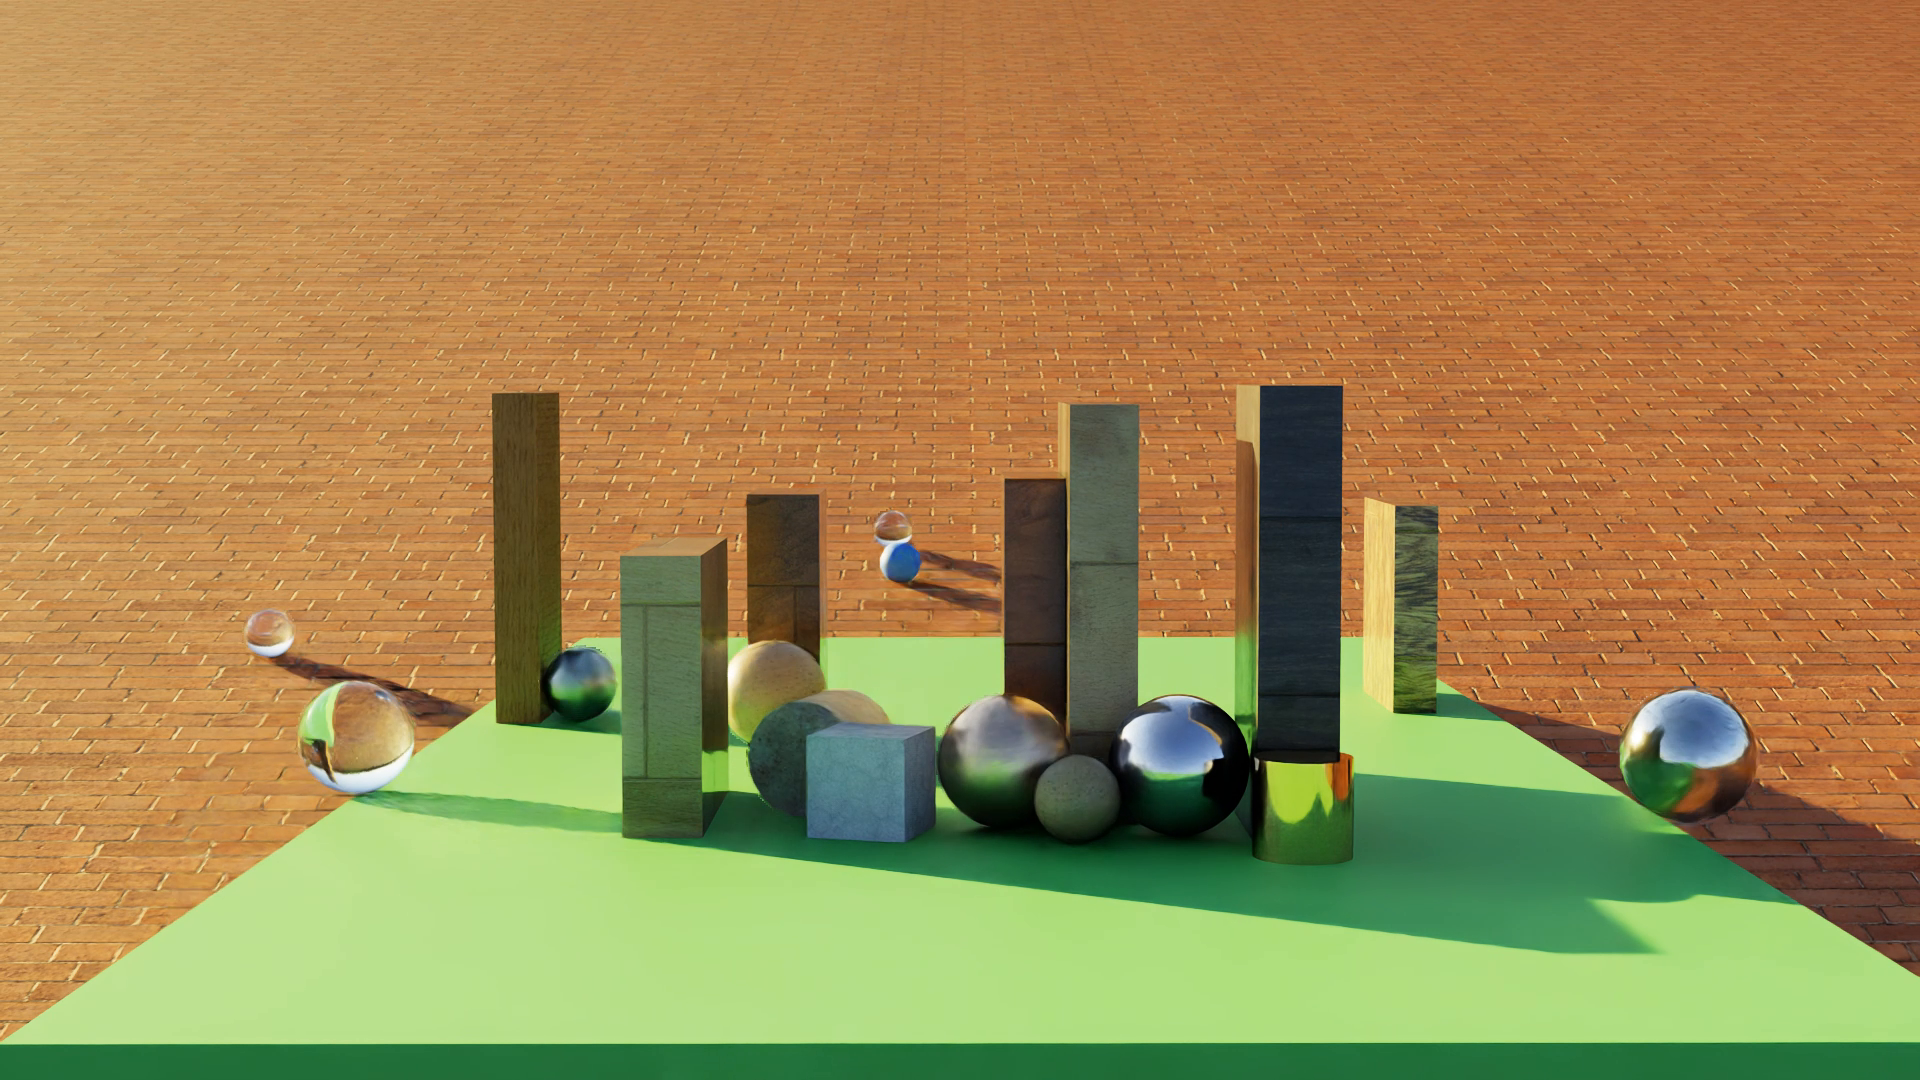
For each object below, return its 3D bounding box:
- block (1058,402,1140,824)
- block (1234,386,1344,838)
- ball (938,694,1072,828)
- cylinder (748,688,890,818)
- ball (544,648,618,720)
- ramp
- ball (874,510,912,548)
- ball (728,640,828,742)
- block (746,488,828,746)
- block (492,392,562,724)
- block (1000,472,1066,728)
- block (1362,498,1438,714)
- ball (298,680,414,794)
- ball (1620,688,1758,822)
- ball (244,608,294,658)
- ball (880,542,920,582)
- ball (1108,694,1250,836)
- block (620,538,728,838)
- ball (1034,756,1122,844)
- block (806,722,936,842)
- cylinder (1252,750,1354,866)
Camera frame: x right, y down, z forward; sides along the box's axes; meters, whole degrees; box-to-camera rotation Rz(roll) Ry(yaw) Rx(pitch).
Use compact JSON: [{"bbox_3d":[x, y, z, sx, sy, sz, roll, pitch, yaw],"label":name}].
[{"bbox_3d":[0.210,0.098,3.970,0.101,0.617,0.420,0,4,0],"label":"block"},{"bbox_3d":[0.473,0.099,3.727,0.115,0.645,0.297,0,4,0],"label":"block"},{"bbox_3d":[0.065,0.323,3.746,0.195,0.195,0.195,0,20,0],"label":"ball"},{"bbox_3d":[-0.209,0.323,3.915,0.175,0.175,0.175,6,5,17],"label":"cylinder"},{"bbox_3d":[-0.731,0.277,4.946,0.140,0.140,0.140,0,20,0],"label":"ball"},{"bbox_3d":[0.047,0.422,4.534,2.000,0.100,4.000,0,4,0],"label":"ramp"},{"bbox_3d":[-0.193,-0.028,7.403,0.113,0.113,0.113,0,20,0],"label":"ball"},{"bbox_3d":[-0.319,0.263,4.387,0.185,0.185,0.185,0,20,0],"label":"ball"},{"bbox_3d":[-0.315,0.136,4.709,0.129,0.451,0.266,0,4,0],"label":"block"},{"bbox_3d":[-0.843,0.027,5.016,0.084,0.629,0.280,0,4,0],"label":"block"},{"bbox_3d":[0.113,0.150,4.034,0.092,0.505,0.290,0,4,0],"label":"block"},{"bbox_3d":[0.892,0.125,5.210,0.085,0.408,0.371,0,4,0],"label":"block"},{"bbox_3d":[-0.954,0.312,4.060,0.181,0.181,0.181,0,20,0],"label":"ball"},{"bbox_3d":[1.101,0.326,3.883,0.202,0.202,0.202,0,20,0],"label":"ball"},{"bbox_3d":[-1.785,0.242,6.639,0.127,0.127,0.127,0,20,0],"label":"ball"},{"bbox_3d":[-0.166,0.062,7.150,0.115,0.115,0.115,0,20,0],"label":"ball"},{"bbox_3d":[0.314,0.323,3.686,0.204,0.204,0.204,0,20,0],"label":"ball"},{"bbox_3d":[-0.426,0.211,3.871,0.114,0.404,0.429,0,4,0],"label":"block"},{"bbox_3d":[0.167,0.366,3.627,0.124,0.124,0.124,0,20,0],"label":"ball"},{"bbox_3d":[-0.127,0.349,3.720,0.147,0.147,0.147,1,4,17],"label":"block"},{"bbox_3d":[0.471,0.366,3.526,0.138,0.138,0.138,0,4,0],"label":"cylinder"}]
